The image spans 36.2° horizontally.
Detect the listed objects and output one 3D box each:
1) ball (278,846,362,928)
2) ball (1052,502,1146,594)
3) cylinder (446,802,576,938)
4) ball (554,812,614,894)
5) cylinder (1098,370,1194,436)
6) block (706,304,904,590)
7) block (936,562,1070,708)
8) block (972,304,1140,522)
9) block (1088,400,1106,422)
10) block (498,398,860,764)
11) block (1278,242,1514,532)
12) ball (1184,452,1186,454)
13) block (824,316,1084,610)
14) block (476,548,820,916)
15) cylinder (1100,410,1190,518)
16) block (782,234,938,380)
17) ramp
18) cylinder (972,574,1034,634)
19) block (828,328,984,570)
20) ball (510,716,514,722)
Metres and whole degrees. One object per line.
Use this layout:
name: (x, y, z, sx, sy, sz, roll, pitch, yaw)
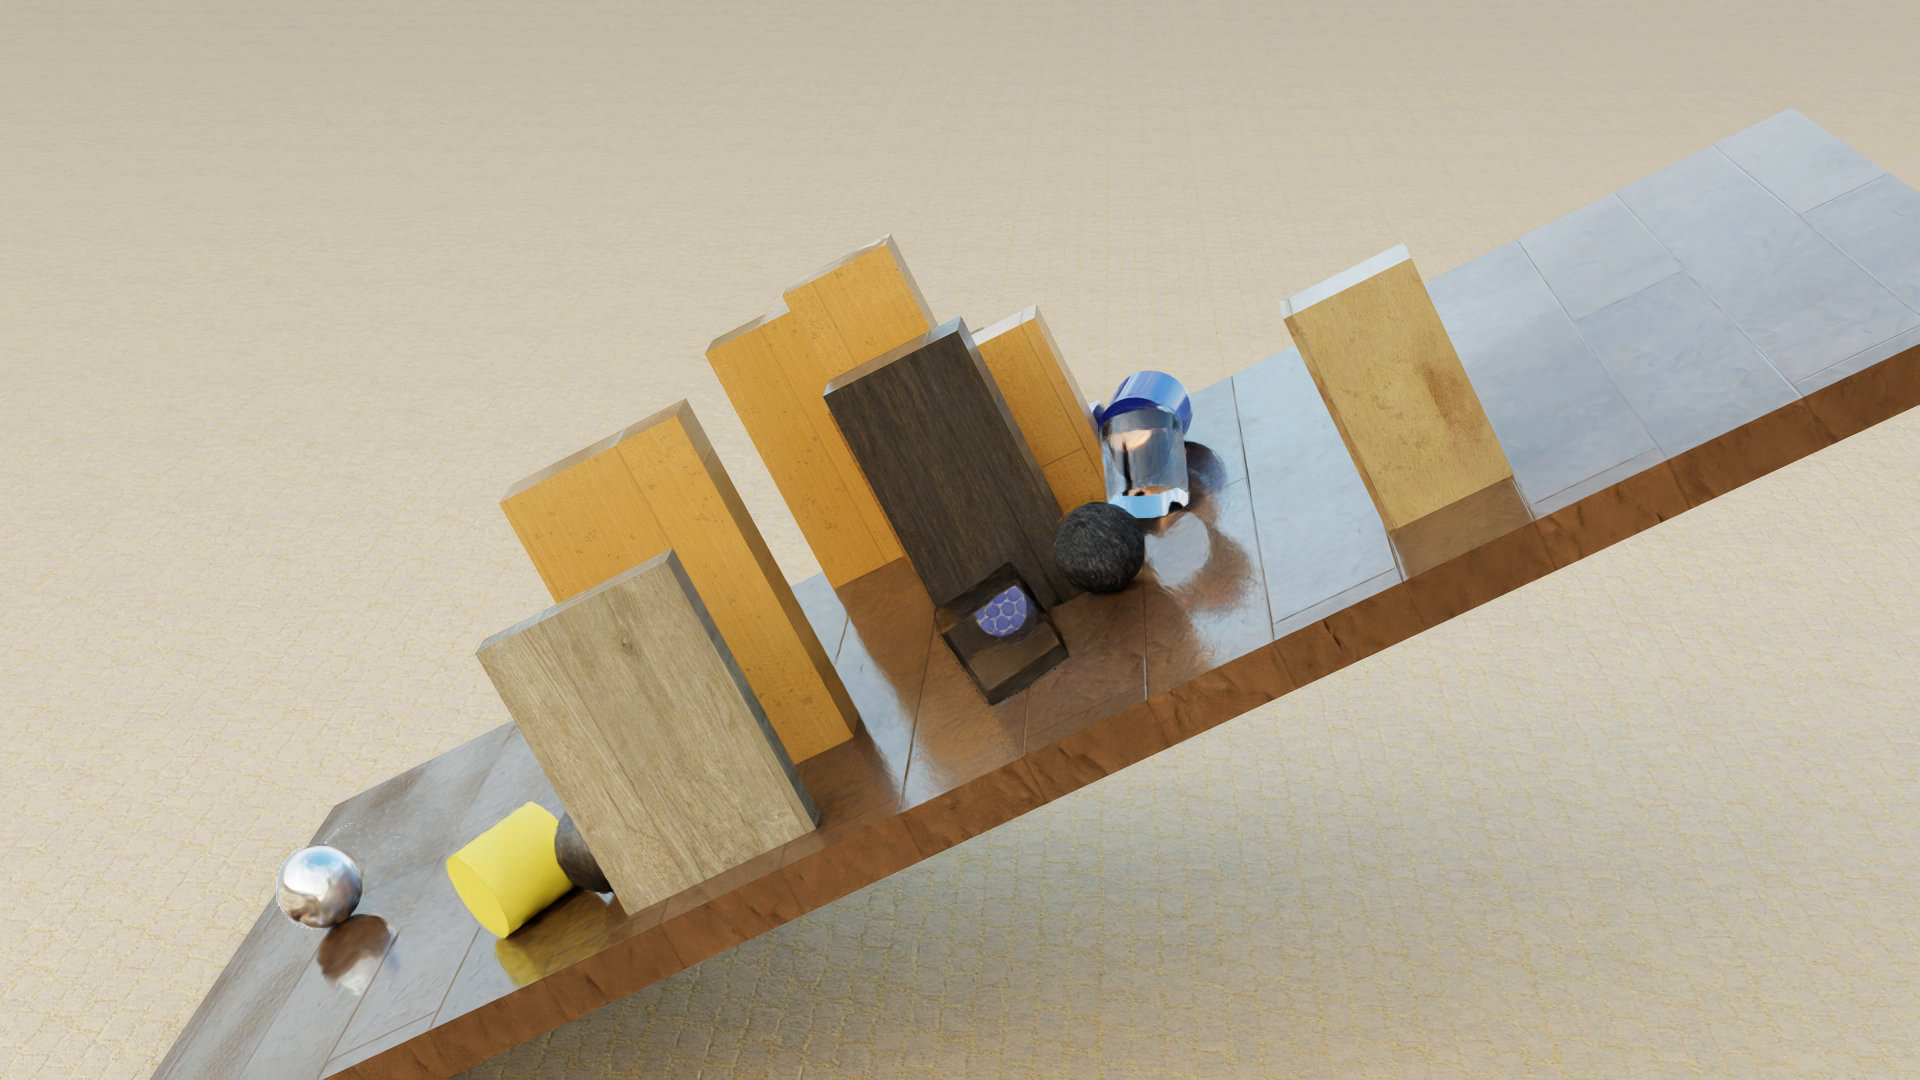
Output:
ball: (-1.415, 0.767, 6.503, 0.183, 0.183, 0.183, 0, 17, 0)
ball: (0.281, 0.016, 5.949, 0.187, 0.187, 0.187, 0, 17, 0)
cylinder: (-0.883, 0.656, 5.855, 0.194, 0.194, 0.194, -36, 34, -28)
ball: (-0.691, 0.589, 5.724, 0.196, 0.196, 0.196, 0, 17, 0)
cylinder: (0.422, -0.268, 6.710, 0.188, 0.188, 0.188, 5, 25, 15)
block: (-0.343, -0.233, 7.079, 0.245, 0.652, 0.145, -26, 14, 10)
block: (0.081, 0.182, 5.708, 0.179, 0.179, 0.179, -34, 13, 4)
block: (0.118, -0.200, 6.382, 0.354, 0.503, 0.141, -26, 14, 10)
block: (0.270, -0.192, 6.766, 0.170, 0.170, 0.170, -22, 15, 22)
block: (-0.559, 0.142, 5.932, 0.402, 0.746, 0.141, -26, 14, 10)
block: (0.808, -0.282, 5.453, 0.254, 0.453, 0.144, -26, 14, 10)
ball: (0.419, -0.187, 6.488, 0.156, 0.156, 0.156, 0, 17, 0)
block: (0.001, -0.115, 6.072, 0.307, 0.609, 0.138, -26, 14, 10)
block: (-0.580, 0.363, 5.506, 0.405, 0.585, 0.081, -26, 14, 10)
cylinder: (0.393, -0.161, 6.249, 0.176, 0.176, 0.176, -4, -22, -2)
block: (-0.089, -0.260, 6.420, 0.251, 0.777, 0.127, -26, 14, 10)
ramp: (0.139, 0.168, 6.281, 4.000, 0.100, 2.000, -26, 14, 10)
cylinder: (0.089, 0.132, 5.985, 0.107, 0.107, 0.107, 4, -9, 13)
block: (-0.030, -0.213, 6.880, 0.396, 0.425, 0.131, -26, 14, 10)
ball: (-1.199, 0.500, 8.270, 0.129, 0.129, 0.129, 0, 17, 0)
